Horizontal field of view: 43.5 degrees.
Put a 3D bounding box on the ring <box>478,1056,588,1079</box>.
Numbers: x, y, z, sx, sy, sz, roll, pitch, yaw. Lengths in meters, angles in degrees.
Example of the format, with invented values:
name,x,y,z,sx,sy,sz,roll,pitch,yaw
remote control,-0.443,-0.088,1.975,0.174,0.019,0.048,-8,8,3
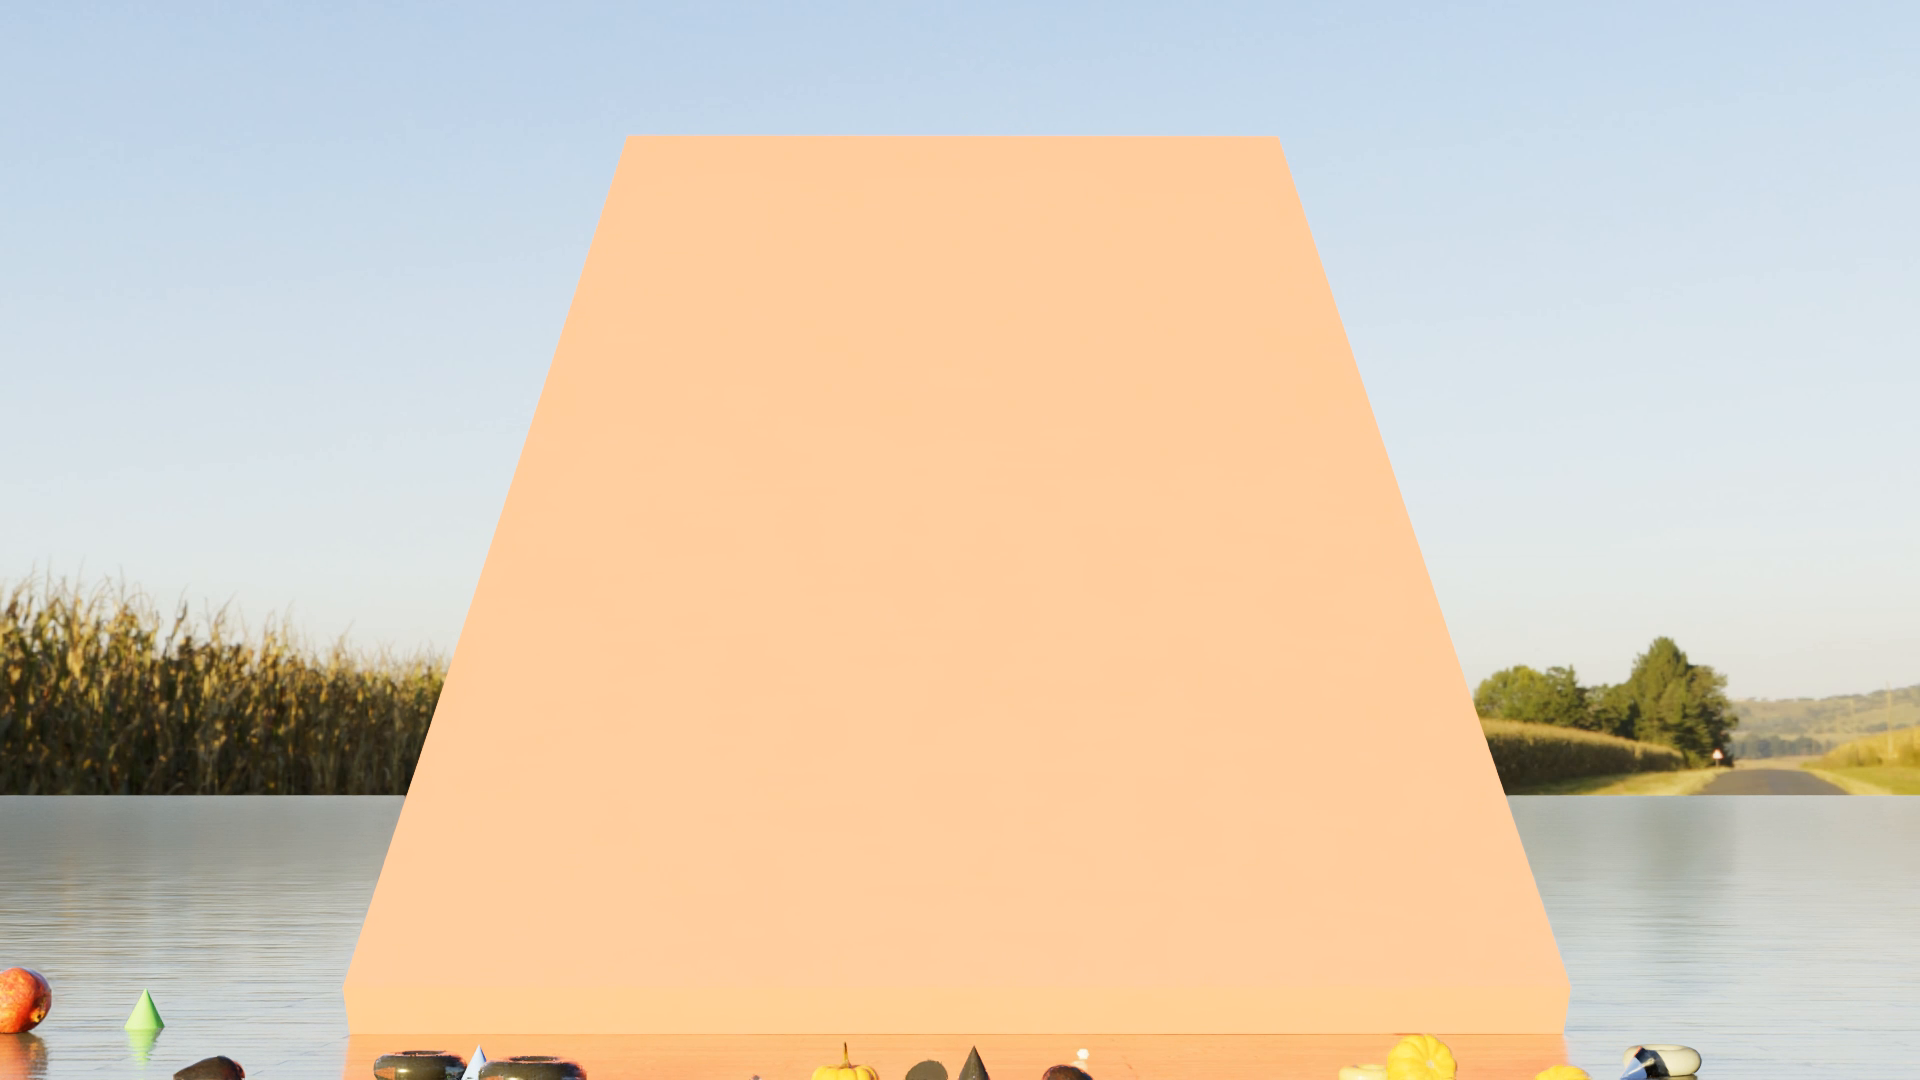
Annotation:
name,x,y,z,sx,sy,sz,roll,pitch,yaw
ring,-0.566,0.711,3.191,0.143,0.048,0.143,1,-7,0

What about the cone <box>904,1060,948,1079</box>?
name,x,y,z,sx,sy,sz,roll,pitch,yaw
cone,-0.028,0.707,3.067,0.067,0.067,0.067,-4,-34,31

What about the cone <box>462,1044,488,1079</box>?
name,x,y,z,sx,sy,sz,roll,pitch,yaw
cone,-0.660,0.719,3.305,0.054,0.054,0.054,0,-6,0

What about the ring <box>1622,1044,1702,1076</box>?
name,x,y,z,sx,sy,sz,roll,pitch,yaw
ring,1.002,0.742,3.439,0.109,0.036,0.109,-1,-5,0

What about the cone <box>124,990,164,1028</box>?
name,x,y,z,sx,sy,sz,roll,pitch,yaw
cone,-1.388,0.796,4.104,0.066,0.066,0.066,0,-6,0

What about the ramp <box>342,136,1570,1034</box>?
name,x,y,z,sx,sy,sz,roll,pitch,yaw
ramp,-0.013,-0.213,5.687,2.000,0.100,4.000,0,30,0

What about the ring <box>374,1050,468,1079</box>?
name,x,y,z,sx,sy,sz,roll,pitch,yaw
ring,-0.743,0.727,3.314,0.127,0.042,0.127,0,-7,0

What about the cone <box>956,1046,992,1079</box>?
name,x,y,z,sx,sy,sz,roll,pitch,yaw
cone,0.018,0.678,3.039,0.082,0.082,0.082,0,-6,0

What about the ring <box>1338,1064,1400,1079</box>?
name,x,y,z,sx,sy,sz,roll,pitch,yaw
ring,0.557,0.730,3.275,0.084,0.028,0.084,1,-5,0

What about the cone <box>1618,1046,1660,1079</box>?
name,x,y,z,sx,sy,sz,roll,pitch,yaw
cone,0.940,0.741,3.361,0.050,0.050,0.050,-26,-2,-10
